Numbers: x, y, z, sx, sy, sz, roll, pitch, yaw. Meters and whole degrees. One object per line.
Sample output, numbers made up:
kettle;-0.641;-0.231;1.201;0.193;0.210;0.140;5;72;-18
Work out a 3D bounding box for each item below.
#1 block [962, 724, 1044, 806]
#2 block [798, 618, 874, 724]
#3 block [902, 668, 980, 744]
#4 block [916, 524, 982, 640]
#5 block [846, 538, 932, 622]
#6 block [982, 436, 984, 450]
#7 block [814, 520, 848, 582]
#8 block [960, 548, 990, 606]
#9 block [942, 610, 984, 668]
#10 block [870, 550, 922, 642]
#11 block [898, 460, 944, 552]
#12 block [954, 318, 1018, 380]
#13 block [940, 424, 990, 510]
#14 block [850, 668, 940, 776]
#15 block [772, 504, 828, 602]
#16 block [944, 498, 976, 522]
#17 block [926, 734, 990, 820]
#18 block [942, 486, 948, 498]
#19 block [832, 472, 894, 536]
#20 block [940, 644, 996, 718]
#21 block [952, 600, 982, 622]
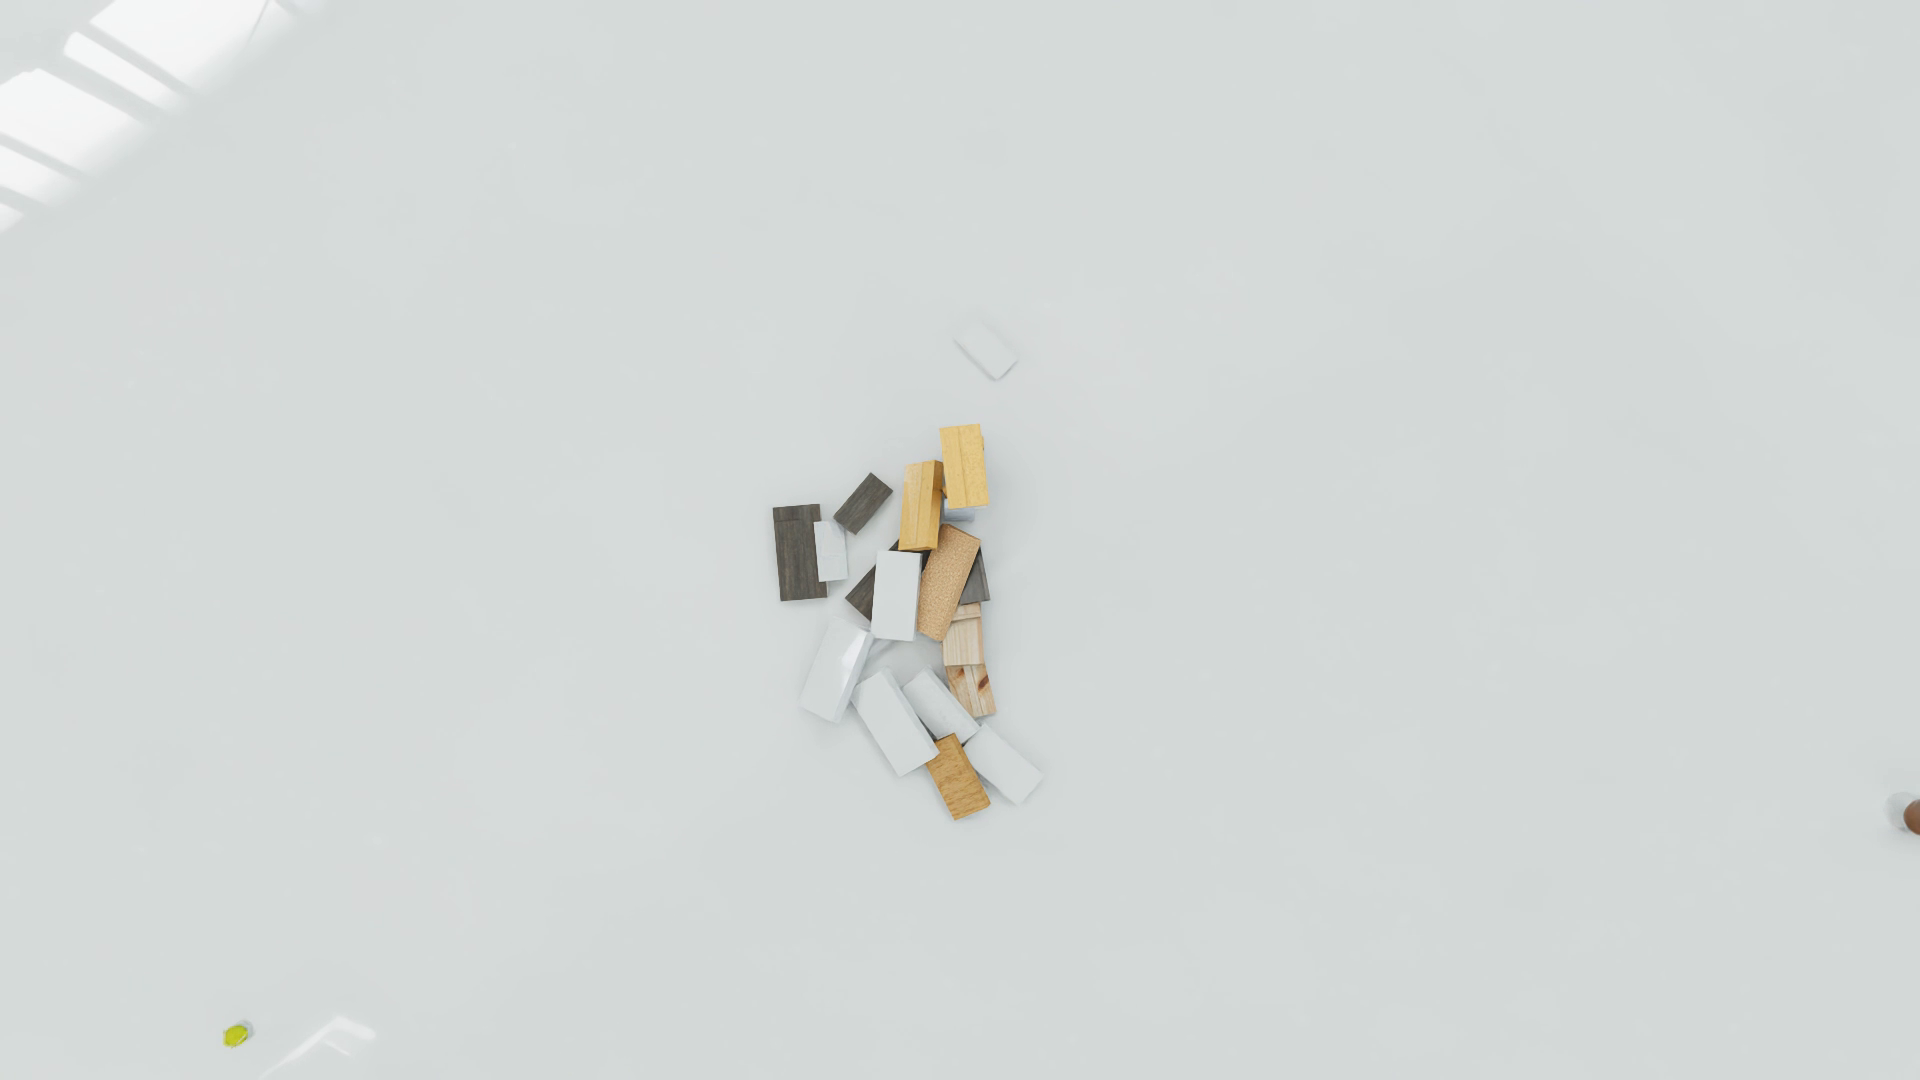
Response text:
block;0.136;0.745;5.481;0.265;0.037;0.132;41;90;0
block;-0.409;0.429;5.438;0.156;0.044;0.312;22;90;34
block;-0.069;0.562;5.453;0.132;0.037;0.264;-41;90;27
block;-0.057;0.138;5.416;0.144;0.041;0.358;27;101;34
block;-0.219;0.111;5.481;0.132;0.037;0.341;42;90;0
block;0.012;-0.310;5.371;0.129;0.258;0.037;-3;91;0
block;-0.427;0.035;5.458;0.098;0.028;0.196;-5;90;-40
block;0.034;0.110;5.430;0.099;0.028;0.197;-10;77;-2
block;0.006;0.284;5.451;0.132;0.037;0.264;-3;77;0
block;-0.209;0.182;5.429;0.144;0.041;0.288;5;90;10
block;-0.128;-0.111;5.407;0.041;0.144;0.288;14;76;-42
block;0.087;-0.635;5.486;0.196;0.028;0.098;45;90;0
block;0.014;-0.233;5.223;0.129;0.037;0.258;-7;90;0
block;-0.222;0.602;5.446;0.156;0.044;0.333;-32;90;26
block;-0.530;0.041;5.478;0.156;0.044;0.312;-5;90;0
block;-0.001;-0.098;5.401;0.099;0.197;0.028;0;77;0
block;-0.018;0.782;5.451;0.132;0.037;0.265;-27;91;26
block;0.007;-0.178;5.371;0.129;0.258;0.037;-26;90;0
block;-0.322;-0.118;5.466;0.098;0.028;0.196;40;78;0
block;0.027;0.457;5.481;0.132;0.037;0.264;-14;90;0
block;0.006;0.165;5.446;0.099;0.028;0.197;-8;77;-1
